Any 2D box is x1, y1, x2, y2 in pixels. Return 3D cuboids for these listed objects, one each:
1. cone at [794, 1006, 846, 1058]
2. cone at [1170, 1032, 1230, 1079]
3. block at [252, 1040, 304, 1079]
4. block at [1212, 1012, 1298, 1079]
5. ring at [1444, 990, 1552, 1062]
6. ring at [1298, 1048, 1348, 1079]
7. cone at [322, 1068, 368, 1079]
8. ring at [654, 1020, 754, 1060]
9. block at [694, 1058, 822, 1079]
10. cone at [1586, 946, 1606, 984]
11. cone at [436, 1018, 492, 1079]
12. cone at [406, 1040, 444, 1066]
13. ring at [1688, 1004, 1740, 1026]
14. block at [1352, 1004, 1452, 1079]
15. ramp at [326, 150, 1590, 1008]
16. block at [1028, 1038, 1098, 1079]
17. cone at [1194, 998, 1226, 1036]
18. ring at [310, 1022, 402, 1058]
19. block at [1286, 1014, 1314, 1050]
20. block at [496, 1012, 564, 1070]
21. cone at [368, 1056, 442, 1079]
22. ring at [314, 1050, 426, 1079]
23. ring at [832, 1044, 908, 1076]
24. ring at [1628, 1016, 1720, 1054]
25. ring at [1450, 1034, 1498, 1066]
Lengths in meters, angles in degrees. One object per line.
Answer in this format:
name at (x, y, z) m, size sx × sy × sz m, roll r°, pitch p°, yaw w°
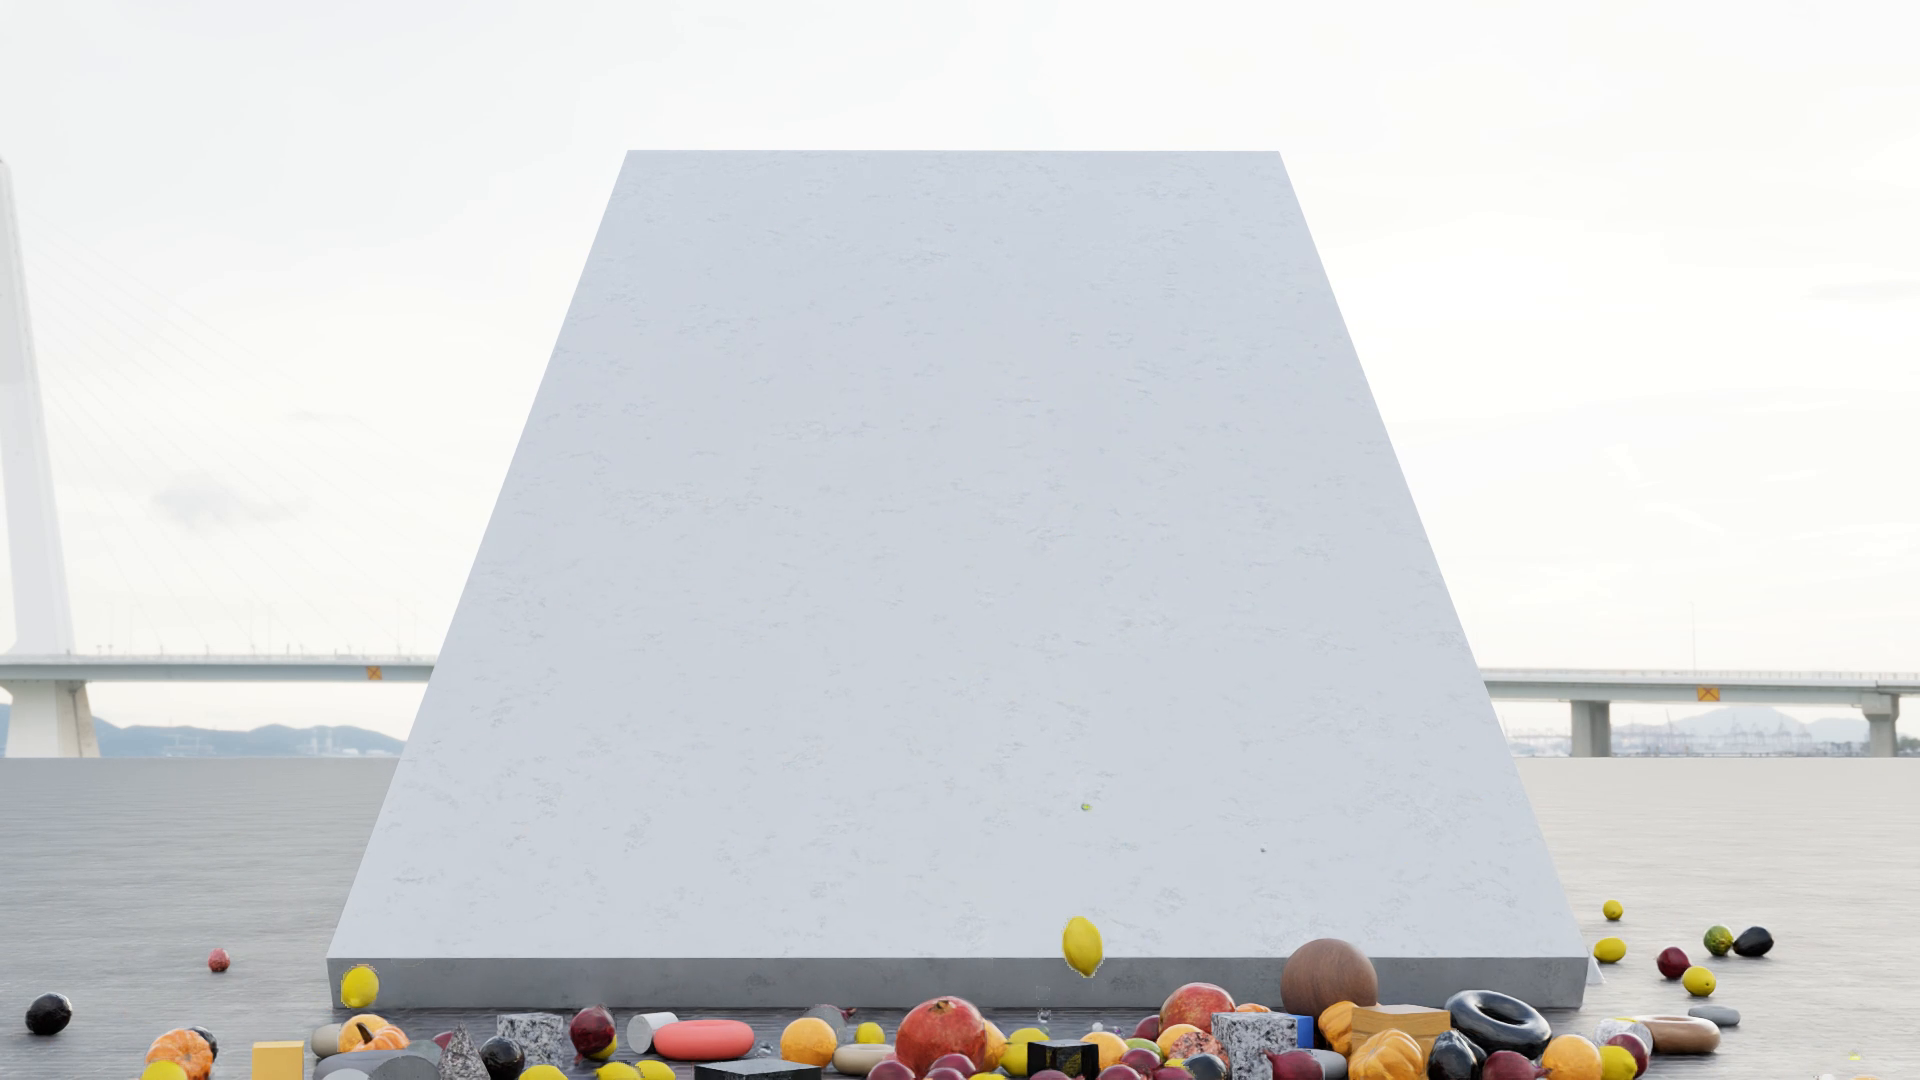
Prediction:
cone at (-0.181, 0.682, 3.242) m, size 0.072 × 0.072 × 0.072 m, roll -1°, pitch -32°, yaw 14°
cone at (0.284, 0.653, 2.922) m, size 0.076 × 0.076 × 0.076 m, roll 1°, pitch -32°, yaw -11°
block at (-0.820, 0.636, 2.862) m, size 0.058 × 0.058 × 0.058 m, roll 1°, pitch -5°, yaw -14°
block at (0.363, 0.630, 2.939) m, size 0.083 × 0.083 × 0.083 m, roll 1°, pitch -5°, yaw -12°
ring at (0.701, 0.634, 3.108) m, size 0.143 × 0.048 × 0.143 m, roll 13°, pitch 14°, yaw -3°
ring at (0.440, 0.661, 2.999) m, size 0.095 × 0.032 × 0.095 m, roll 1°, pitch -5°, yaw 0°
cone at (-0.662, 0.624, 2.593) m, size 0.074 × 0.074 × 0.074 m, roll 0°, pitch -32°, yaw 2°
ring at (-0.344, 0.672, 3.202) m, size 0.135 × 0.045 × 0.135 m, roll -1°, pitch -6°, yaw 0°
block at (-0.205, 0.578, 2.402) m, size 0.092 × 0.092 × 0.092 m, roll 4°, pitch -7°, yaw -40°
cone at (1.119, 0.756, 4.249) m, size 0.063 × 0.063 × 0.063 m, roll 0°, pitch -5°, yaw 0°
cone at (-0.602, 0.621, 2.872) m, size 0.088 × 0.088 × 0.088 m, roll 0°, pitch -5°, yaw 0°
cone at (-0.676, 0.660, 2.960) m, size 0.059 × 0.059 × 0.059 m, roll 3°, pitch -33°, yaw -34°
ring at (1.136, 0.716, 3.585) m, size 0.077 × 0.026 × 0.077 m, roll 1°, pitch -4°, yaw 0°
block at (0.552, 0.631, 2.980) m, size 0.087 × 0.087 × 0.087 m, roll 2°, pitch -6°, yaw -26°
ramp at (-0.011, -0.224, 5.562) m, size 2.000 × 0.100 × 4.000 m, roll 0°, pitch 28°, yaw 0°
block at (0.123, 0.632, 2.846) m, size 0.061 × 0.061 × 0.061 m, roll 3°, pitch -6°, yaw -33°
cone at (0.364, 0.676, 3.206) m, size 0.086 × 0.086 × 0.086 m, roll 26°, pitch 3°, yaw 18°
ring at (-0.811, 0.675, 3.202) m, size 0.122 × 0.041 × 0.122 m, roll 1°, pitch -5°, yaw 0°
block at (0.412, 0.651, 3.086) m, size 0.066 × 0.066 × 0.066 m, roll -4°, pitch -7°, yaw 40°
block at (-0.562, 0.655, 3.111) m, size 0.064 × 0.064 × 0.064 m, roll 4°, pitch -6°, yaw -36°
cone at (-0.580, 0.615, 2.549) m, size 0.097 × 0.097 × 0.097 m, roll -1°, pitch -32°, yaw 14°
ring at (-0.705, 0.641, 2.857) m, size 0.139 × 0.046 × 0.139 m, roll -1°, pitch -5°, yaw 0°
ring at (-0.115, 0.665, 3.044) m, size 0.098 × 0.033 × 0.098 m, roll 1°, pitch -5°, yaw 0°
ring at (0.977, 0.679, 3.271) m, size 0.131 × 0.044 × 0.131 m, roll 1°, pitch -6°, yaw 0°
ring at (0.658, 0.671, 3.154) m, size 0.121 × 0.040 × 0.121 m, roll 1°, pitch -4°, yaw 0°
